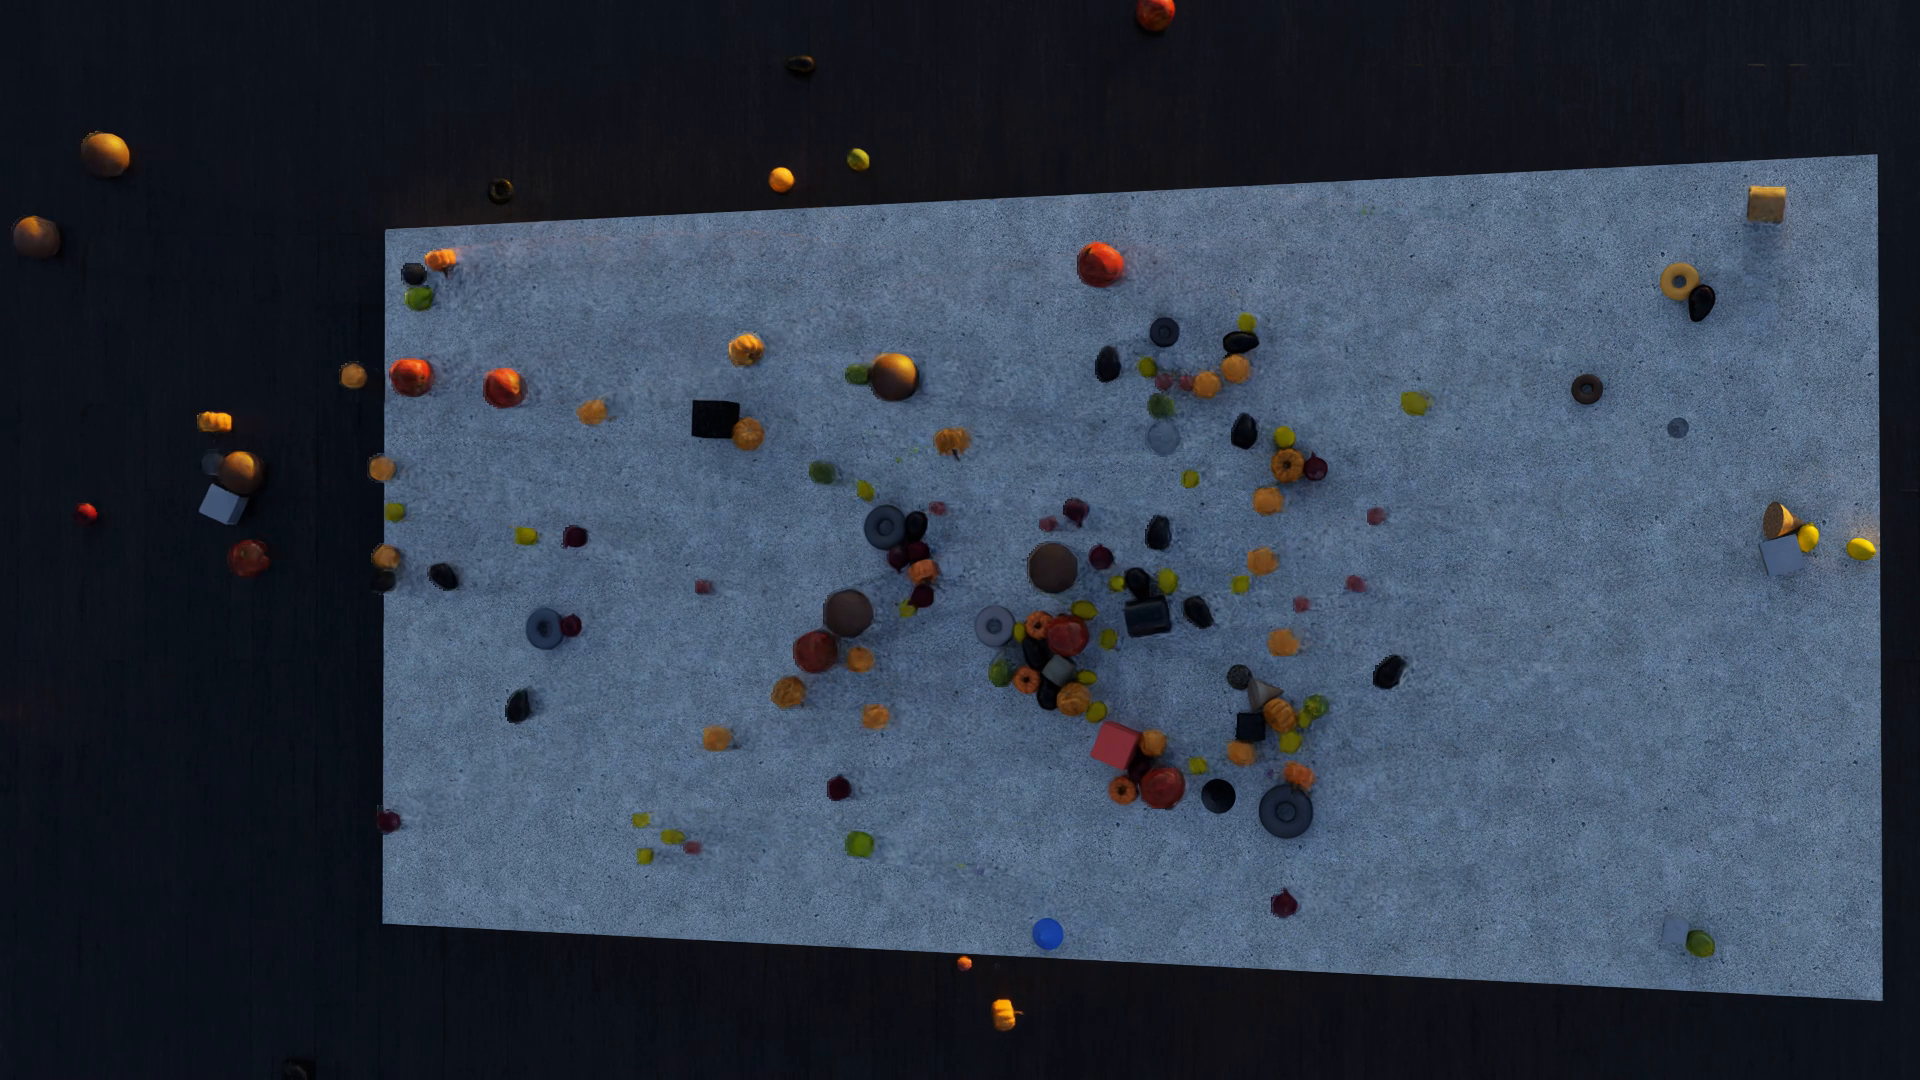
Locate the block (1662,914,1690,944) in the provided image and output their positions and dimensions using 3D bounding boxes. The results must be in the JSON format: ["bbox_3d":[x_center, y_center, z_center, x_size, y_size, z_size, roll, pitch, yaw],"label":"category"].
[{"bbox_3d":[1.721,0.937,5.290,0.055,0.055,0.055,9,92,16],"label":"block"}]

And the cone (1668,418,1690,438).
[{"bbox_3d":[1.734,-0.272,5.306,0.050,0.050,0.050,0,89,17],"label":"cone"}]

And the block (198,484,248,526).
[{"bbox_3d":[-2.139,-0.103,6.390,0.090,0.090,0.090,25,89,0],"label":"block"}]

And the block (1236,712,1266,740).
[{"bbox_3d":[0.739,0.474,5.584,0.063,0.063,0.063,1,90,17],"label":"block"}]

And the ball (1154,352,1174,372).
[{"bbox_3d":[0.527,-0.461,5.668,0.050,0.050,0.050,0,89,0],"label":"ball"}]

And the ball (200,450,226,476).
[{"bbox_3d":[-2.175,-0.223,6.400,0.073,0.073,0.073,0,89,0],"label":"ball"}]

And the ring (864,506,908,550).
[{"bbox_3d":[-0.198,-0.033,5.883,0.122,0.041,0.122,-1,88,17],"label":"ring"}]

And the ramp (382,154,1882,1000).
[{"bbox_3d":[0.271,0.095,5.814,4.000,0.100,2.000,0,89,17],"label":"ramp"}]

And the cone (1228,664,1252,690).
[{"bbox_3d":[0.706,0.351,5.595,0.065,0.065,0.065,0,89,17],"label":"cone"}]

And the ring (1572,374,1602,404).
[{"bbox_3d":[1.534,-0.369,5.380,0.075,0.025,0.075,-1,85,18],"label":"ring"}]

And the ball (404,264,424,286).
[{"bbox_3d":[-1.561,-0.757,6.288,0.060,0.060,0.060,0,89,0],"label":"ball"}]

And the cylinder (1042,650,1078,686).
[{"bbox_3d":[0.259,0.335,5.726,0.069,0.069,0.069,36,99,0],"label":"cylinder"}]

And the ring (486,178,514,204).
[{"bbox_3d":[-1.345,-1.020,6.436,0.079,0.026,0.079,0,90,0],"label":"ring"}]

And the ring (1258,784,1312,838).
[{"bbox_3d":[0.825,0.688,5.565,0.137,0.046,0.137,0,90,17],"label":"ring"}]

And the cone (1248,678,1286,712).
[{"bbox_3d":[0.786,0.389,5.584,0.087,0.087,0.087,-6,89,-10],"label":"cone"}]

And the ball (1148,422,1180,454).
[{"bbox_3d":[0.523,-0.262,5.647,0.086,0.086,0.086,0,89,0],"label":"ball"}]

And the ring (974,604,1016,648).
[{"bbox_3d":[0.092,0.227,5.794,0.112,0.037,0.112,-1,88,18],"label":"ring"}]

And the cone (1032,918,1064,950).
[{"bbox_3d":[0.218,1.031,5.720,0.083,0.083,0.083,0,89,17],"label":"cone"}]

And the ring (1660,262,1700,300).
[{"bbox_3d":[1.741,-0.625,5.319,0.092,0.031,0.092,1,93,16],"label":"ring"}]

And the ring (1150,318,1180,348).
[{"bbox_3d":[0.529,-0.537,5.681,0.078,0.026,0.078,0,90,15],"label":"ring"}]

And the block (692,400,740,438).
[{"bbox_3d":[-0.666,-0.328,5.996,0.097,0.097,0.097,2,90,17],"label":"block"}]

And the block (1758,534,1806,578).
[{"bbox_3d":[1.950,0.037,5.220,0.083,0.083,0.083,-17,85,16],"label":"block"}]

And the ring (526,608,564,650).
[{"bbox_3d":[-1.163,0.250,6.166,0.118,0.039,0.118,0,90,17],"label":"ring"}]

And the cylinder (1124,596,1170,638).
[{"bbox_3d":[0.482,0.198,5.647,0.097,0.097,0.097,-10,89,16],"label":"cylinder"}]

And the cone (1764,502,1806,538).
[{"bbox_3d":[1.977,-0.042,5.235,0.089,0.089,0.089,6,89,-10],"label":"cone"}]

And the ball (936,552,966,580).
[{"bbox_3d":[-0.024,0.067,5.811,0.075,0.075,0.075,0,89,0],"label":"ball"}]

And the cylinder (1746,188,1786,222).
[{"bbox_3d":[1.922,-0.798,5.243,0.079,0.079,0.079,5,89,17],"label":"cylinder"}]

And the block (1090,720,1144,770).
[{"bbox_3d":[0.405,0.529,5.667,0.094,0.094,0.094,23,96,16],"label":"block"}]

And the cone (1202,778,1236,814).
[{"bbox_3d":[0.650,0.656,5.595,0.089,0.089,0.089,0,89,17],"label":"cone"}]
